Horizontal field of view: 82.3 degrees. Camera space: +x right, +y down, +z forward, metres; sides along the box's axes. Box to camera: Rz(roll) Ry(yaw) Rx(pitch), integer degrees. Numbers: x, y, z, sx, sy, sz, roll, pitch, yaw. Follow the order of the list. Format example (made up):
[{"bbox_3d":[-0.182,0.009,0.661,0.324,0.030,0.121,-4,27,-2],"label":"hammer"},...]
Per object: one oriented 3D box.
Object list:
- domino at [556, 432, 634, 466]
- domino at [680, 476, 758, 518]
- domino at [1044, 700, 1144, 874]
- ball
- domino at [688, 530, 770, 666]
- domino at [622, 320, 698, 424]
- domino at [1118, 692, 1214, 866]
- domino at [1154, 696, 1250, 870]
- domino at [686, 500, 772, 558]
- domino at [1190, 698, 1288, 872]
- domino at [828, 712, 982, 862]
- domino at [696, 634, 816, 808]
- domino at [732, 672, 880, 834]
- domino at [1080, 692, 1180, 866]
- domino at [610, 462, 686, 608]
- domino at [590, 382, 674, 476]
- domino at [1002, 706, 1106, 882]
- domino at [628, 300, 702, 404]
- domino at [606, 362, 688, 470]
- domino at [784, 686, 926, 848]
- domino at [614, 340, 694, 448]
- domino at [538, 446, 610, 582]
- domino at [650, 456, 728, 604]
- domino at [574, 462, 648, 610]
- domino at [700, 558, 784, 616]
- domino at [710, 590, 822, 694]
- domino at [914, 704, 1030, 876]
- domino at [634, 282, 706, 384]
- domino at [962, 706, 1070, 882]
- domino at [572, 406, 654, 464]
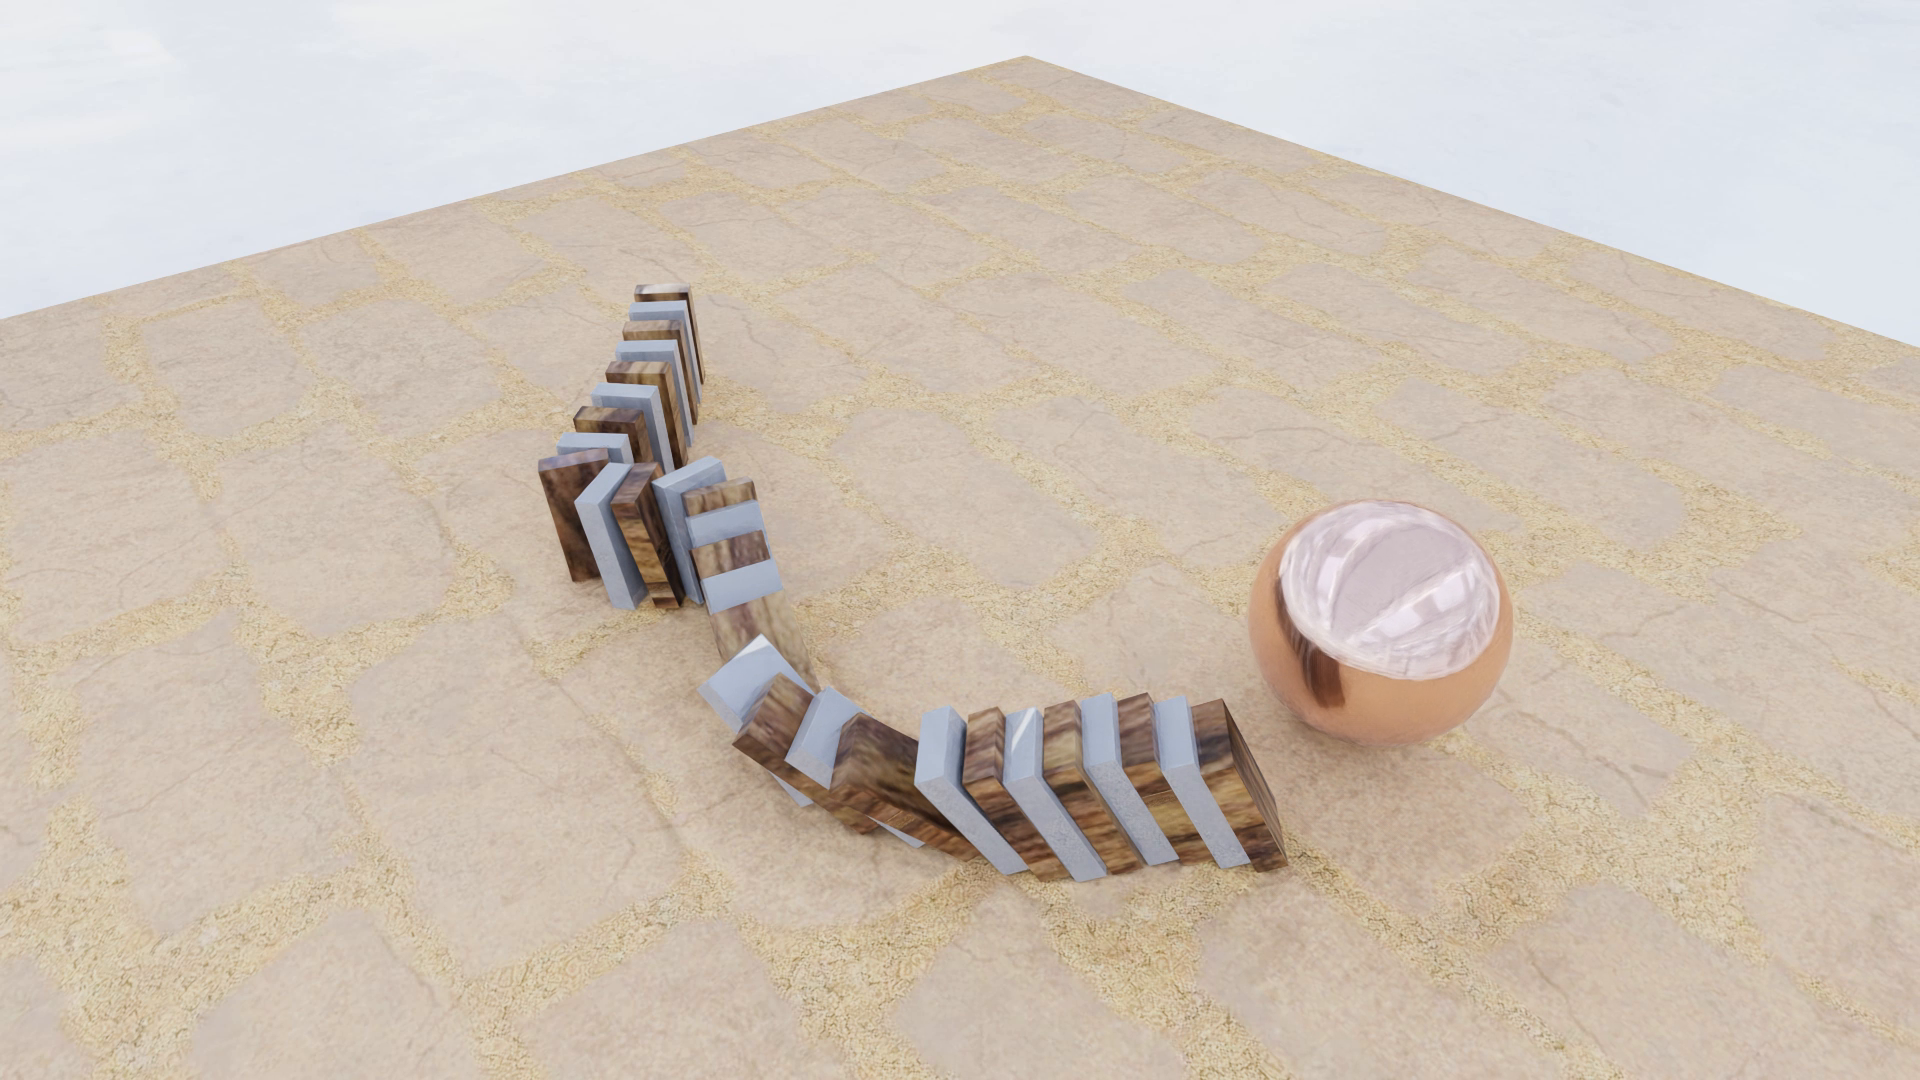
[{"bbox_3d":[-0.140,-0.019,0.434,0.025,0.050,0.010,2,39,2],"label":"domino"},{"bbox_3d":[-0.084,0.004,0.407,0.025,0.050,0.010,-17,21,-20],"label":"domino"},{"bbox_3d":[0.039,0.073,0.323,0.010,0.050,0.025,-20,35,20],"label":"domino"},{"bbox_3d":[0.134,0.027,0.355,0.080,0.080,0.080,0,39,0],"label":"ball"},{"bbox_3d":[-0.075,0.024,0.386,0.025,0.050,0.009,-17,5,-20],"label":"domino"},{"bbox_3d":[-0.137,-0.076,0.504,0.025,0.050,0.009,-3,39,-4],"label":"domino"},{"bbox_3d":[0.061,0.071,0.325,0.009,0.050,0.025,-20,35,19],"label":"domino"},{"bbox_3d":[0.072,0.072,0.325,0.009,0.050,0.025,-20,35,19],"label":"domino"},{"bbox_3d":[-0.080,0.013,0.397,0.025,0.050,0.009,-17,14,-20],"label":"domino"},{"bbox_3d":[0.082,0.073,0.324,0.010,0.050,0.025,-20,35,19],"label":"domino"},{"bbox_3d":[-0.014,0.074,0.329,0.050,0.010,0.025,31,40,-22],"label":"domino"},{"bbox_3d":[-0.057,0.057,0.350,0.050,0.010,0.025,50,51,-5],"label":"domino"},{"bbox_3d":[-0.043,0.066,0.340,0.050,0.009,0.025,38,42,-14],"label":"domino"},{"bbox_3d":[0.050,0.071,0.326,0.010,0.050,0.025,-20,35,19],"label":"domino"},{"bbox_3d":[-0.113,-0.001,0.413,0.010,0.050,0.025,-3,38,12],"label":"domino"},{"bbox_3d":[-0.136,-0.041,0.462,0.025,0.050,0.009,4,39,5],"label":"domino"},{"bbox_3d":[0.028,0.075,0.321,0.009,0.050,0.025,-20,35,20],"label":"domino"},{"bbox_3d":[-0.138,-0.087,0.518,0.025,0.050,0.010,-3,39,-4],"label":"domino"},{"bbox_3d":[-0.135,-0.053,0.476,0.025,0.050,0.009,1,39,1],"label":"domino"},{"bbox_3d":[-0.027,0.069,0.336,0.050,0.010,0.025,38,39,-15],"label":"domino"},{"bbox_3d":[-0.135,-0.064,0.490,0.025,0.050,0.010,-2,39,-2],"label":"domino"},{"bbox_3d":[-0.142,-0.009,0.422,0.025,0.050,0.010,-12,35,-12],"label":"domino"},{"bbox_3d":[-0.097,-0.004,0.415,0.025,0.050,0.009,-31,36,-33],"label":"domino"},{"bbox_3d":[-0.127,-0.001,0.412,0.009,0.050,0.025,6,39,15],"label":"domino"},{"bbox_3d":[-0.069,0.034,0.375,0.025,0.050,0.009,-17,0,-20],"label":"domino"},{"bbox_3d":[-0.062,0.044,0.364,0.025,0.010,0.050,-19,87,-22],"label":"domino"},{"bbox_3d":[0.005,0.074,0.322,0.010,0.050,0.025,-22,36,23],"label":"domino"},{"bbox_3d":[-0.140,-0.099,0.532,0.025,0.050,0.009,-3,39,-3],"label":"domino"},{"bbox_3d":[0.017,0.075,0.321,0.009,0.050,0.025,-20,35,20],"label":"domino"},{"bbox_3d":[-0.138,-0.030,0.448,0.025,0.050,0.009,4,40,5],"label":"domino"}]
